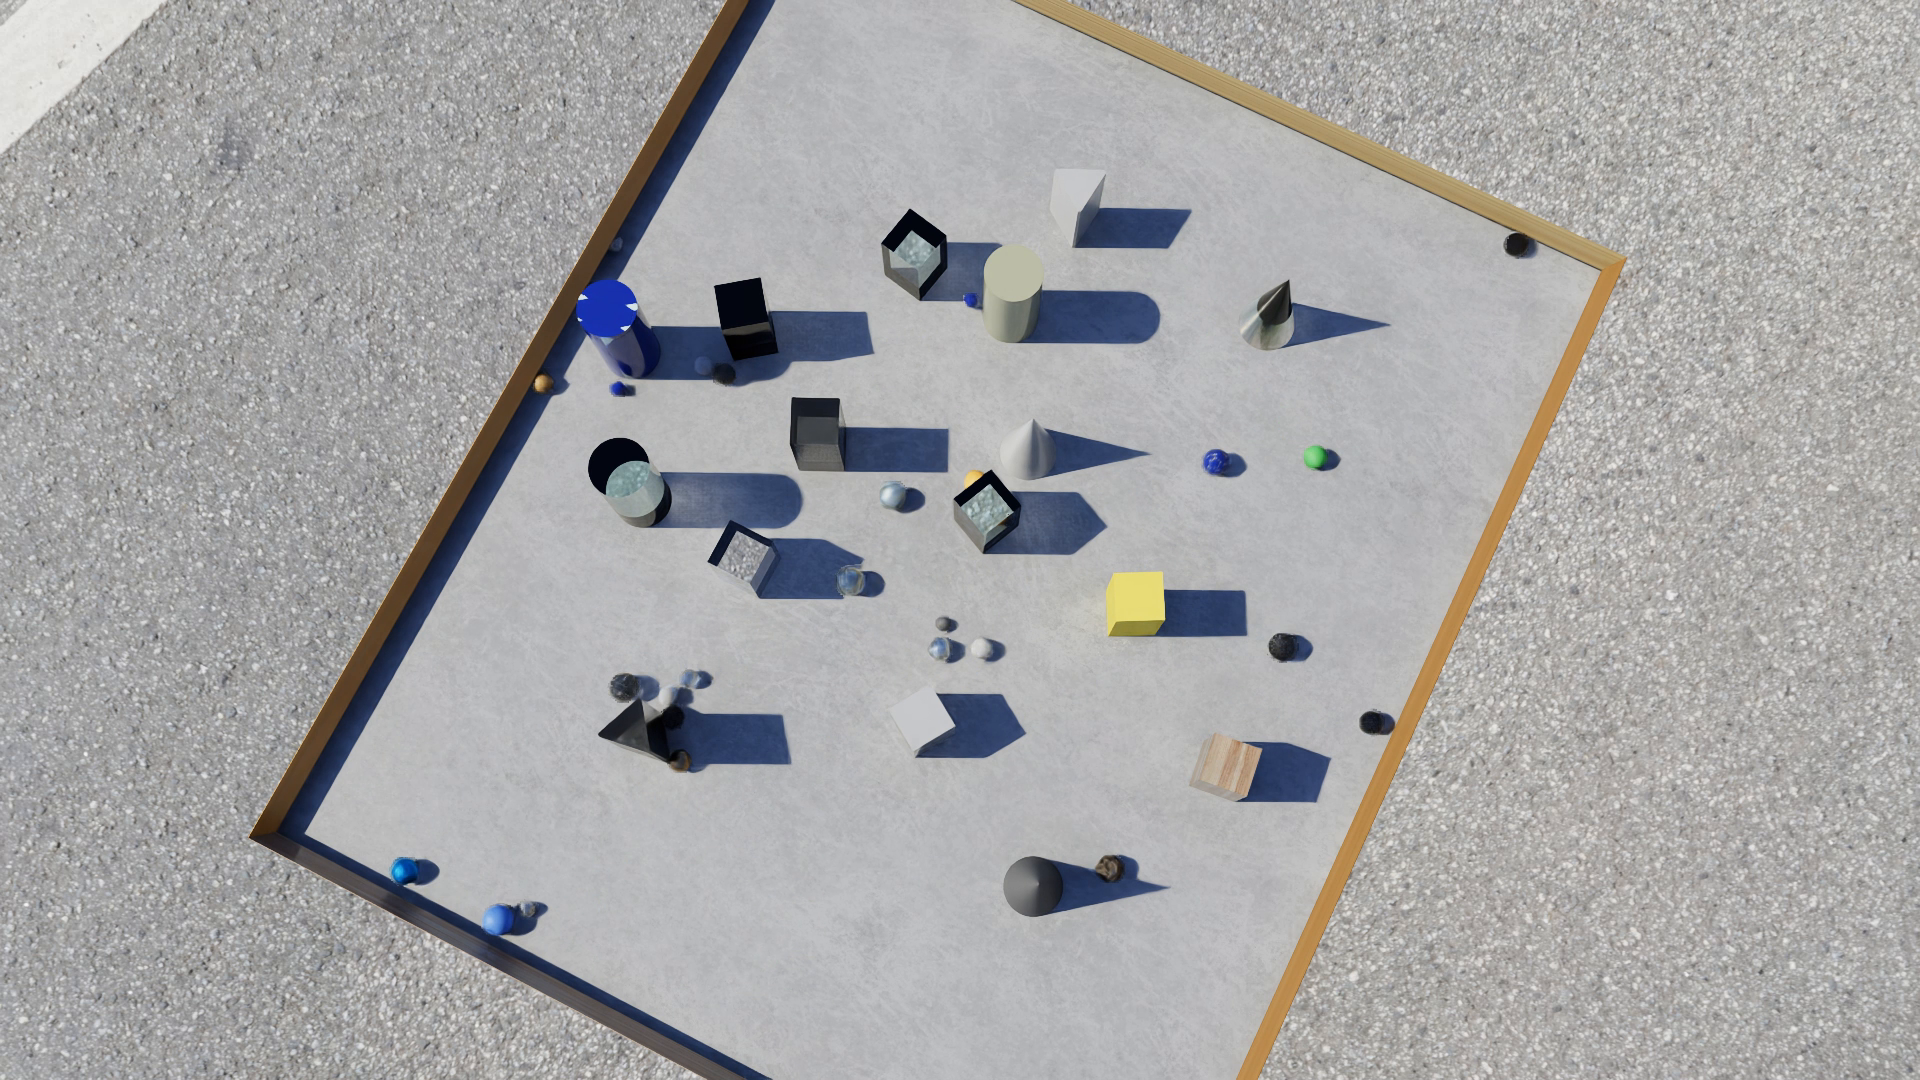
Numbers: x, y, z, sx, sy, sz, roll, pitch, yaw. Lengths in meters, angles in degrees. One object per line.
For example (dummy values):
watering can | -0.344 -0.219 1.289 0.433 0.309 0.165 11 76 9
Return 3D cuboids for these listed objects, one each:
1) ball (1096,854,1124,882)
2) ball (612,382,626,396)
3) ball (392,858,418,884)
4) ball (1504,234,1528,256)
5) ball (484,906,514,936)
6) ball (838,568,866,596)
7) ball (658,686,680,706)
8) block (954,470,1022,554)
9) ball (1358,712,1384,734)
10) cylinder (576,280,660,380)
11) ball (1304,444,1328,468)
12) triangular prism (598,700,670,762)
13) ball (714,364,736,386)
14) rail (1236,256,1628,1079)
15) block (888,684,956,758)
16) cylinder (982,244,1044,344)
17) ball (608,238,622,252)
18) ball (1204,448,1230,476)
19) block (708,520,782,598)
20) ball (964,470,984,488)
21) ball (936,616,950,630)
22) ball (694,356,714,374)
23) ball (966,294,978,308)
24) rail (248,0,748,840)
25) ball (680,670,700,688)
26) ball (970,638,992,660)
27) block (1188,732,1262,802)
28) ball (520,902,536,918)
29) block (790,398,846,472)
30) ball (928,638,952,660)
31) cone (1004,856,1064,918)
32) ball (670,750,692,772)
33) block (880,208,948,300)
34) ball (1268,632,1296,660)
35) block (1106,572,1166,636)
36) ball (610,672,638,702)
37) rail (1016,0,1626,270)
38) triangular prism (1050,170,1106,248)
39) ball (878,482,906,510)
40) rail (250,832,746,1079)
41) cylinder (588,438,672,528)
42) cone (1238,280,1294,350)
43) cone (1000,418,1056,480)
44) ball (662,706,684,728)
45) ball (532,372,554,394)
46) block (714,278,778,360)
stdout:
ball | 0.439 0.964 5.377 0.079 0.079 0.079 0 78 0
ball | -1.059 -0.469 5.691 0.044 0.044 0.044 0 78 0
ball | -1.628 0.973 5.376 0.076 0.076 0.076 0 78 0
ball | 1.750 -0.929 5.771 0.074 0.074 0.074 0 78 0
ball | -1.344 1.110 5.342 0.088 0.088 0.088 0 78 0
ball | -0.329 0.125 5.546 0.086 0.086 0.086 0 78 0
ball | -0.871 0.466 5.489 0.061 0.061 0.061 0 78 0
block | 0.080 -0.082 5.489 0.141 0.282 0.141 -38 81 -7
ball | 1.226 0.546 5.467 0.071 0.071 0.071 0 78 0
cylinder | -1.025 -0.630 5.529 0.177 0.426 0.177 0 78 0
ball | 1.091 -0.256 5.632 0.072 0.072 0.072 0 78 0
triangular prism | -0.919 0.544 5.314 0.153 0.371 0.133 18 79 4
ball | -0.729 -0.514 5.688 0.067 0.067 0.067 0 78 0
rail | 1.279 0.632 5.426 0.045 0.115 3.442 26 80 5
block | -0.110 0.534 5.394 0.141 0.219 0.141 -31 80 -6
cylinder | 0.158 -0.743 5.568 0.177 0.396 0.177 0 78 0
ball | -1.089 -0.933 5.787 0.042 0.042 0.042 0 78 0
ball | 0.788 -0.239 5.623 0.083 0.083 0.083 0 78 0
block | -0.641 0.060 5.471 0.141 0.261 0.141 27 80 5
ball | 0.049 -0.177 5.615 0.075 0.075 0.075 0 78 0
ball | -0.054 0.254 5.542 0.043 0.043 0.043 0 78 0
ball | -0.795 -0.543 5.699 0.058 0.058 0.058 0 78 0
ball | 0.037 -0.750 5.751 0.040 0.040 0.040 0 78 0
rail | -1.279 -0.620 5.685 0.045 0.115 3.442 26 80 5
ball | -0.812 0.416 5.502 0.056 0.056 0.056 0 78 0
ball | 0.065 0.328 5.515 0.066 0.066 0.066 0 78 0
block | 0.773 0.666 5.349 0.141 0.254 0.141 19 79 4
ball | -1.267 1.082 5.369 0.046 0.046 0.046 0 78 0
block | -0.424 -0.315 5.514 0.141 0.328 0.141 1 78 0
ball | -0.061 0.329 5.513 0.069 0.069 0.069 0 78 0
cone | 0.216 0.979 5.198 0.177 0.423 0.177 0 78 0
ball | -0.831 0.655 5.447 0.067 0.067 0.067 0 78 0
block | -0.139 -0.877 5.654 0.141 0.280 0.141 37 81 7
ball | 0.969 0.320 5.506 0.085 0.085 0.085 0 78 0
block | 0.517 0.192 5.428 0.141 0.290 0.141 -2 78 0
ball | -1.005 0.440 5.481 0.087 0.087 0.087 0 78 0
rail | 0.759 -1.481 5.863 2.906 0.115 0.045 26 80 5
triangular prism | 0.343 -1.053 5.678 0.133 0.306 0.153 31 80 6
ball | -0.206 -0.133 5.600 0.085 0.085 0.085 0 78 0
rail | -0.759 1.493 5.248 2.906 0.115 0.045 26 80 5
cylinder | -0.975 -0.166 5.439 0.177 0.415 0.177 0 78 0
cone | 0.963 -0.721 5.556 0.177 0.410 0.177 0 78 0
cone | 0.212 -0.311 5.477 0.177 0.398 0.177 0 78 0
ball | -0.856 0.529 5.472 0.068 0.068 0.068 0 78 0
ball | -1.294 -0.488 5.685 0.063 0.063 0.063 0 78 0
block | -0.651 -0.672 5.598 0.141 0.307 0.141 -11 79 -2
